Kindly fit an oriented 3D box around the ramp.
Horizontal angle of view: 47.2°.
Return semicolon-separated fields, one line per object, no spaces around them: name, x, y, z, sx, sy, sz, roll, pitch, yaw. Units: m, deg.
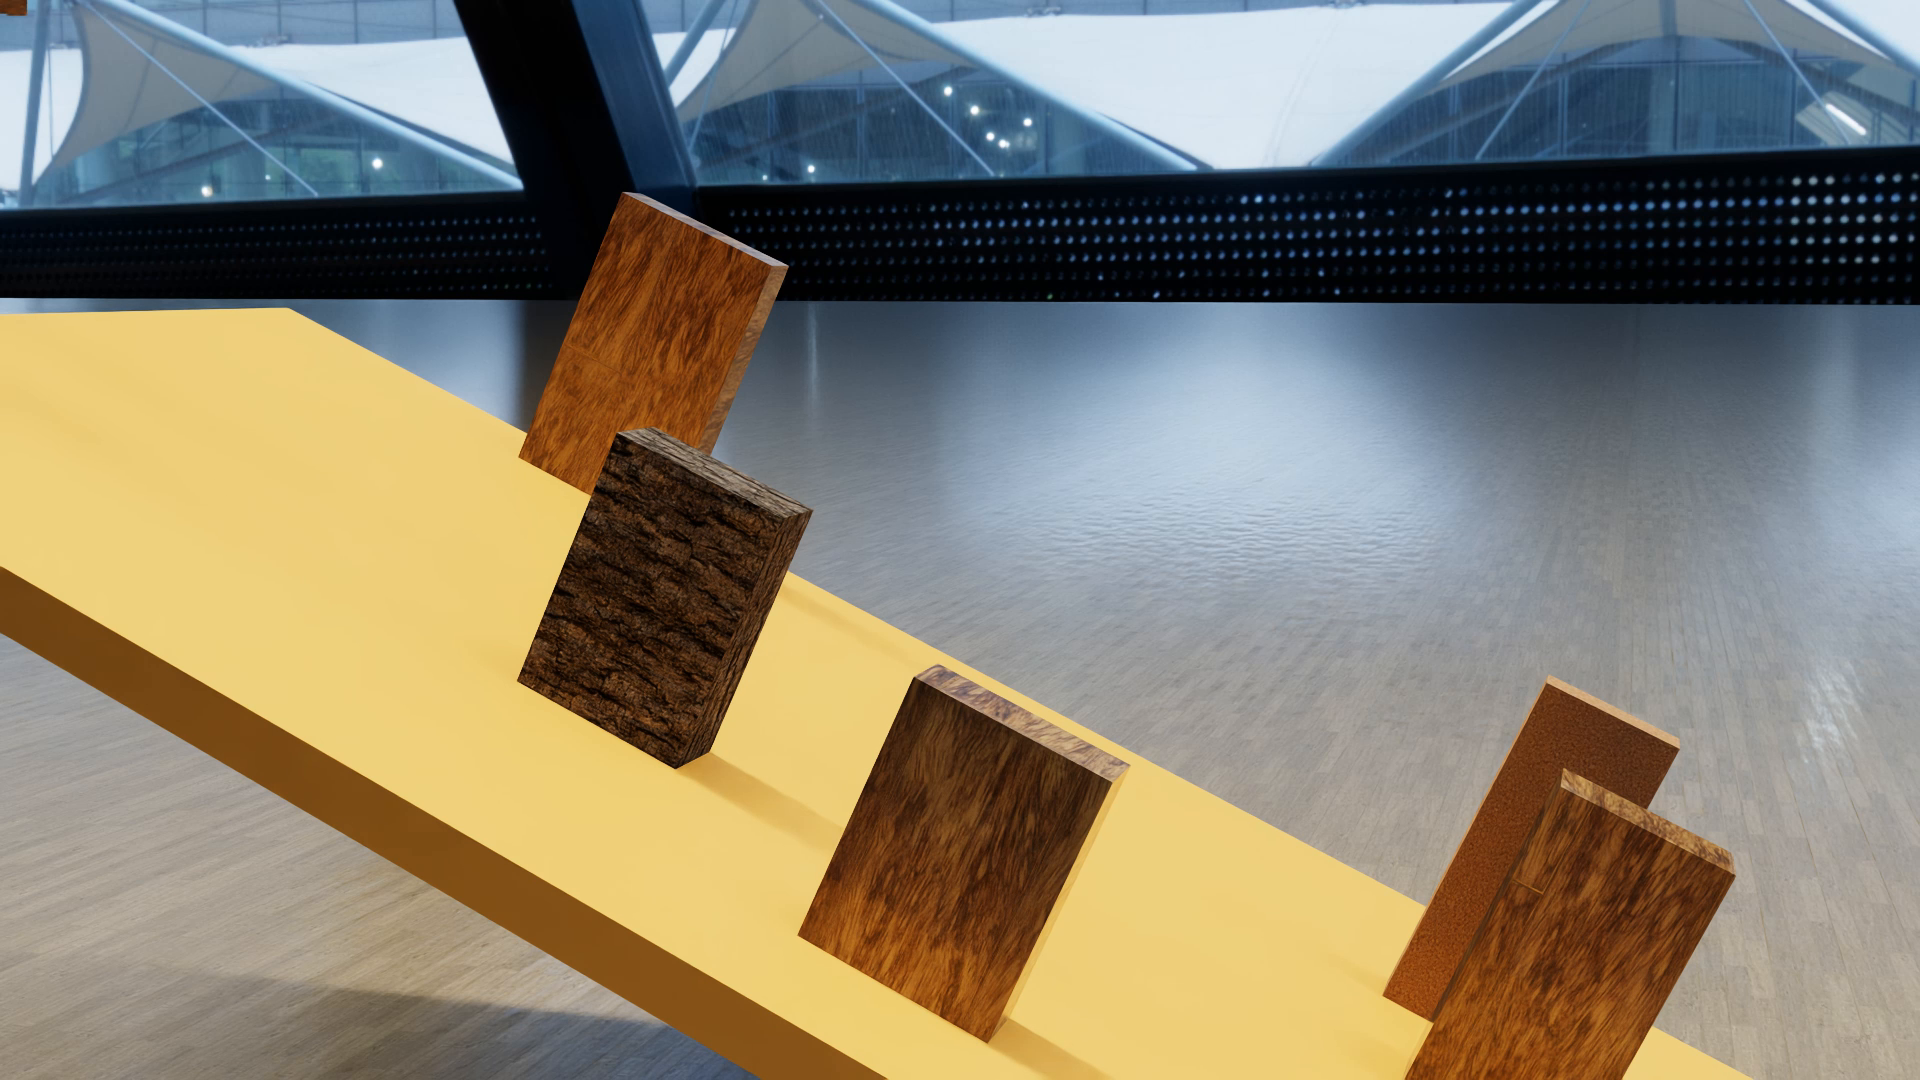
ramp;-0.271;0.464;4.174;4.000;0.100;2.000;27;14;12

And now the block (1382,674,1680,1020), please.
block;1.078;0.624;4.170;0.263;0.690;0.093;27;14;12

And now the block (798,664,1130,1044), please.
block;0.004;0.478;3.378;0.339;0.459;0.121;27;14;12

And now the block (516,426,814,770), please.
block;-0.520;0.098;3.870;0.334;0.490;0.149;27;14;12

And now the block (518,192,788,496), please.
block;-0.715;-0.410;5.096;0.403;0.674;0.103;27;14;12

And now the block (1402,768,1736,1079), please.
block;1.049;0.748;3.813;0.314;0.611;0.148;27;14;12

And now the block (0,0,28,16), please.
block;-1.839;-1.110;4.106;0.180;0.180;0.180;0;-15;-23
